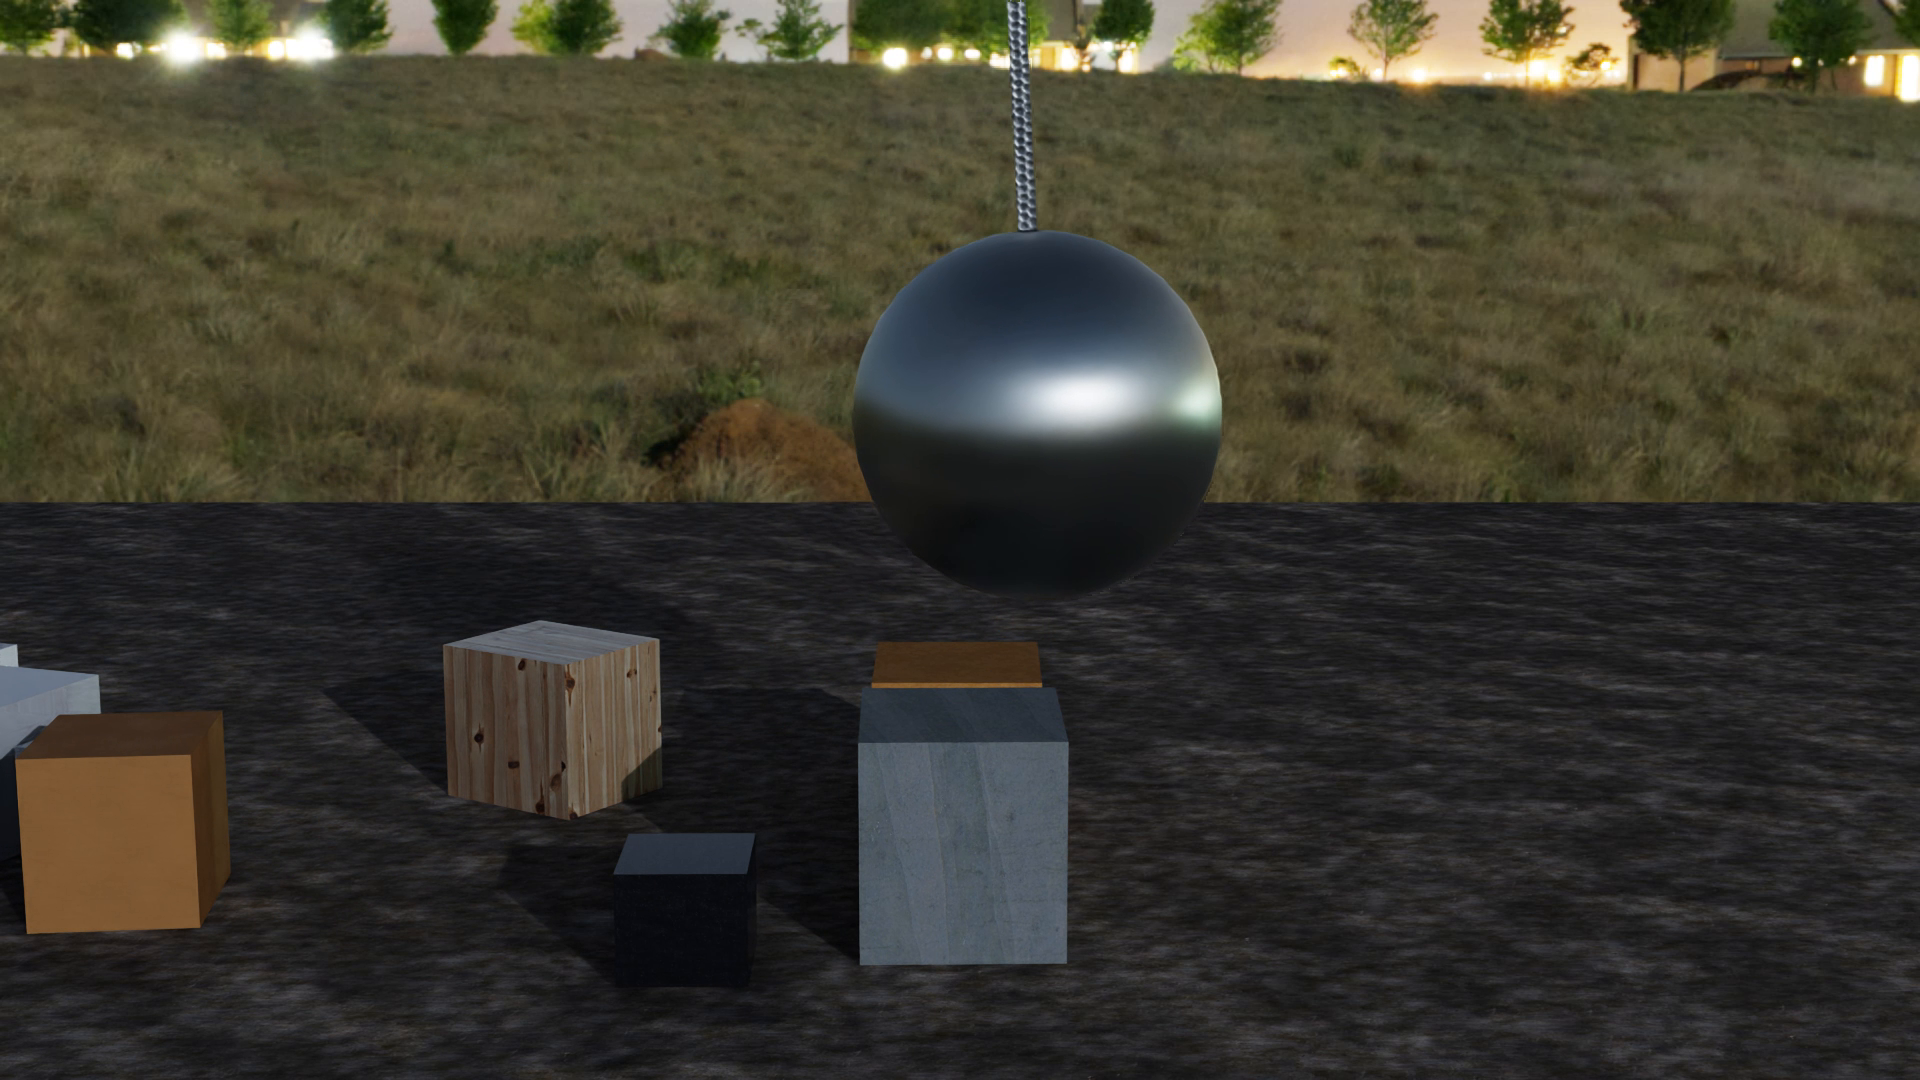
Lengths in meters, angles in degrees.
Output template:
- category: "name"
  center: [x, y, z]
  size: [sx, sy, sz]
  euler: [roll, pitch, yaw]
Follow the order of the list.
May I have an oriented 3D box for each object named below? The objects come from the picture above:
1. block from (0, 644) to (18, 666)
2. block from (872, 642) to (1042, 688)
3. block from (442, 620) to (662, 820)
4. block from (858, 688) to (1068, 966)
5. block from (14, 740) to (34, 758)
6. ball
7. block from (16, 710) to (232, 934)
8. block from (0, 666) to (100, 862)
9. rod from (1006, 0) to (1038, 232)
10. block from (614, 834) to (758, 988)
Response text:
- category: "block"
  center: [-5.309, 0.852, 13.337]
  size: [0.553, 0.551, 0.585]
  euler: [4, 11, 19]
- category: "block"
  center: [-0.013, 0.954, 12.165]
  size: [0.776, 0.771, 0.857]
  euler: [0, 10, 0]
- category: "block"
  center: [-2.003, 0.872, 12.650]
  size: [0.792, 0.758, 0.688]
  euler: [7, 12, 33]
- category: "block"
  center: [0.004, 1.163, 10.614]
  size: [0.827, 0.914, 0.915]
  euler: [0, 10, -1]
- category: "block"
  center: [-3.907, 1.162, 11.681]
  size: [0.494, 0.535, 0.521]
  euler: [4, 11, 21]
- category: "ball"
  center: [0.332, -0.536, 11.083]
  size: [1.600, 1.600, 1.600]
  euler: [0, 10, 0]
- category: "block"
  center: [-3.551, 1.189, 10.946]
  size: [0.699, 0.744, 0.748]
  euler: [-1, 10, -6]
- category: "block"
  center: [-4.520, 1.025, 11.971]
  size: [0.672, 0.701, 0.747]
  euler: [4, 11, 20]
- category: "rod"
  center: [0.144, -3.876, 10.476]
  size: [0.080, 5.200, 0.080]
  euler: [-3, 10, 1]
- category: "block"
  center: [-1.085, 1.467, 10.213]
  size: [0.515, 0.459, 0.541]
  euler: [0, 10, -1]
